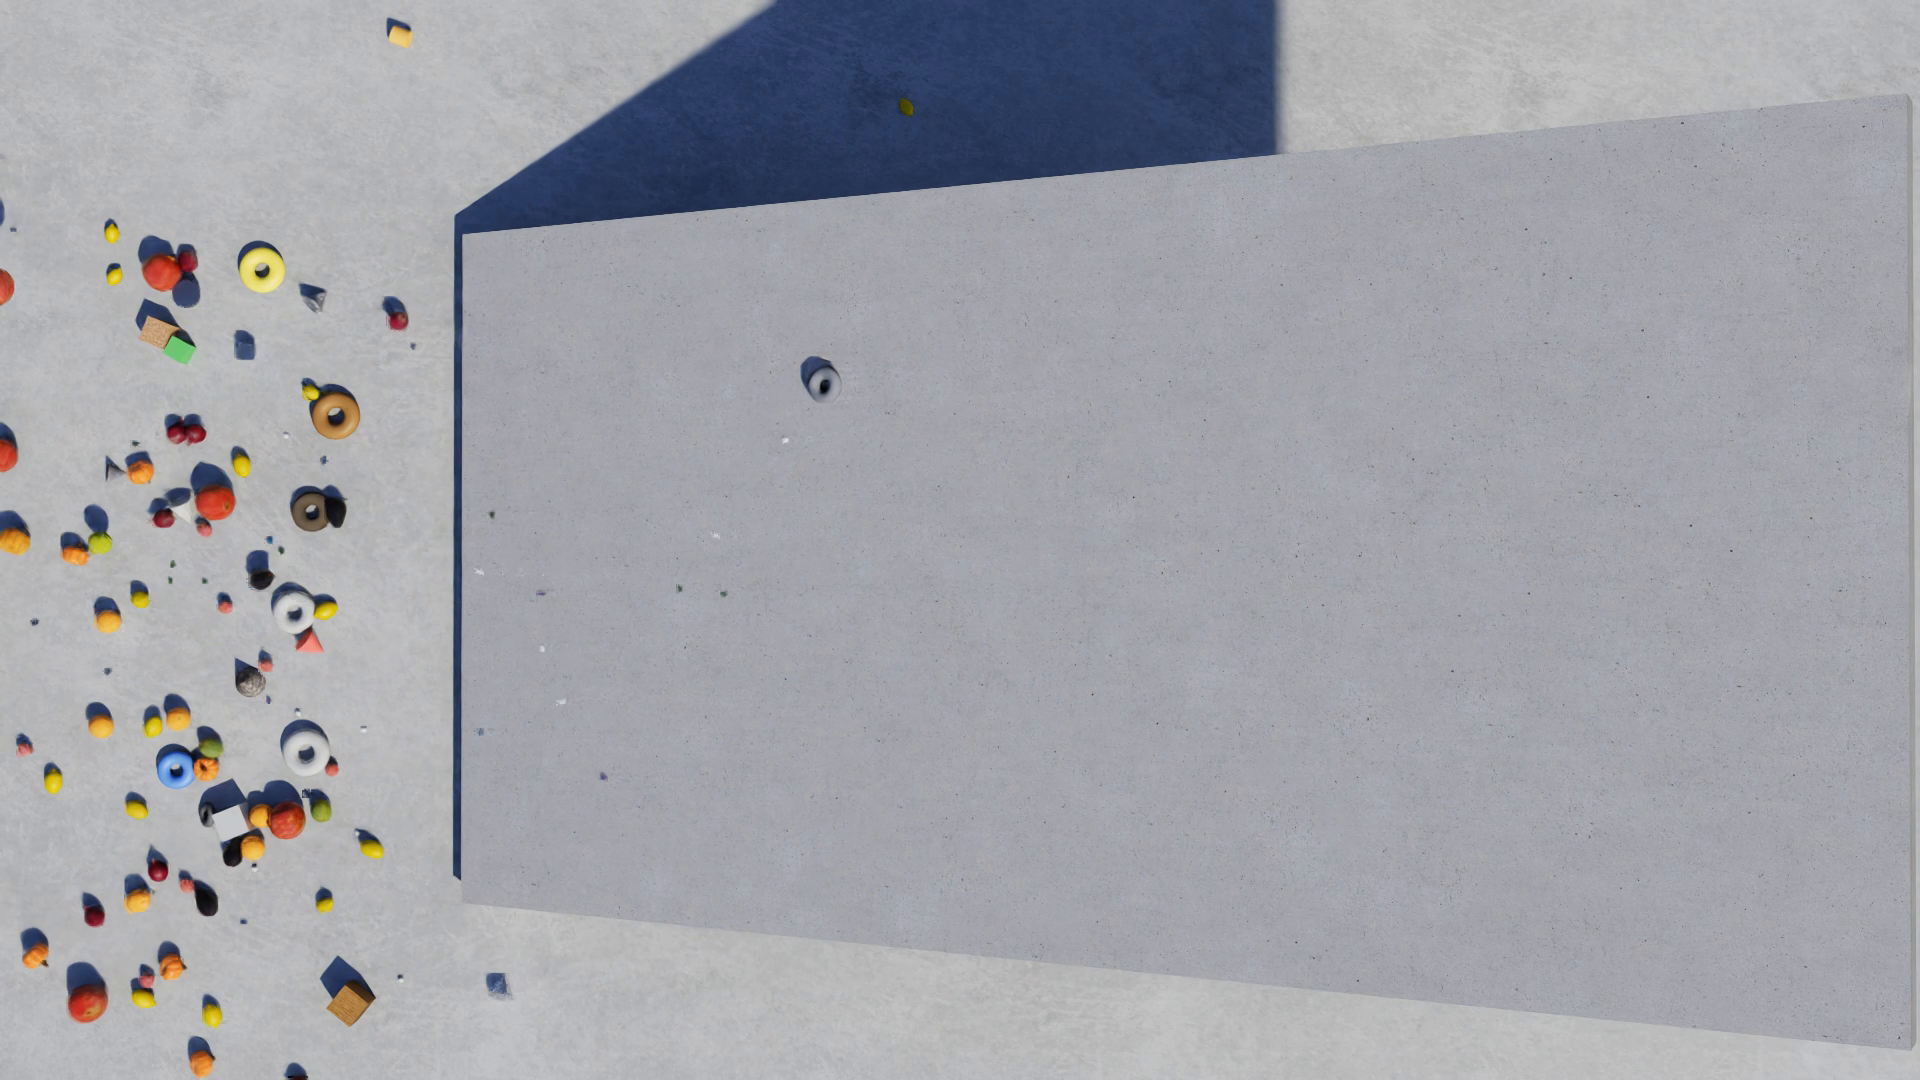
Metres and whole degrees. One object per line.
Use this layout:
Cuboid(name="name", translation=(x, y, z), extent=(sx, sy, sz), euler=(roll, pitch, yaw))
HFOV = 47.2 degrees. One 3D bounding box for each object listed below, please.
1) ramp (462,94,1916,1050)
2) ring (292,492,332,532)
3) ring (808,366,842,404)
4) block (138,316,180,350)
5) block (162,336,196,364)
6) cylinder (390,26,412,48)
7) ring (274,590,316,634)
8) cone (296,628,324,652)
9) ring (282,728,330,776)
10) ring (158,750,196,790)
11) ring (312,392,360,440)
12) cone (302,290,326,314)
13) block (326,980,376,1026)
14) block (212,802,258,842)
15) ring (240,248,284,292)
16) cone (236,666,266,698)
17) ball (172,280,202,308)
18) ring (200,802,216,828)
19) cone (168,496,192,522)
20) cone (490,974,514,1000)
Cuboid(name="ramp", translation=(0.271, 0.075, 5.629), extent=(4.000, 0.100, 2.000), euler=(0, 89, 30))
Cuboid(name="ring", translation=(-1.959, -0.084, 6.647), extent=(0.121, 0.040, 0.121), euler=(0, 87, -2))
Cuboid(name="ring", translation=(-0.364, -0.416, 5.920), extent=(0.103, 0.034, 0.103), euler=(0, 90, 29))
Cuboid(name="block", translation=(-2.415, -0.623, 6.634), extent=(0.076, 0.076, 0.076), euler=(23, 89, 0))
Cuboid(name="block", translation=(-2.357, -0.574, 6.642), extent=(0.061, 0.061, 0.061), euler=(30, 90, 0))
Cuboid(name="cylinder", translation=(-1.691, -1.524, 6.655), extent=(0.052, 0.052, 0.052), euler=(21, 89, 0))
Cuboid(name="ring", translation=(-2.009, 0.217, 6.643), extent=(0.131, 0.044, 0.131), euler=(0, 91, -1))
Cuboid(name="cone", translation=(-1.950, 0.321, 6.646), extent=(0.077, 0.077, 0.077), euler=(39, 90, -26))
Cuboid(name="ring", translation=(-1.973, 0.640, 6.636), extent=(0.145, 0.048, 0.145), euler=(0, 89, 1))
Cuboid(name="ring", translation=(-2.366, 0.695, 6.641), extent=(0.116, 0.039, 0.116), euler=(0, 90, -1))
Cuboid(name="ring", translation=(-1.886, -0.376, 6.646), extent=(0.146, 0.049, 0.146), euler=(0, 88, 0))
Cuboid(name="cone", translation=(-1.939, -0.736, 6.658), extent=(0.071, 0.071, 0.071), euler=(36, 63, 0))
Cuboid(name="block", translation=(-1.829, 1.391, 6.608), extent=(0.090, 0.090, 0.090), euler=(39, 90, 0))
Cuboid(name="block", translation=(-2.181, 0.847, 6.615), extent=(0.086, 0.086, 0.086), euler=(-22, 89, 0))
Cuboid(name="ring", translation=(-2.111, -0.817, 6.652), extent=(0.138, 0.046, 0.138), euler=(0, 91, 0))
Cuboid(name="cone", translation=(-2.149, 0.430, 6.616), extent=(0.093, 0.093, 0.093), euler=(0, 89, 0))
Cuboid(name="ball", translation=(-2.333, -0.741, 6.632), extent=(0.084, 0.084, 0.084), euler=(0, 89, 0))
Cuboid(name="ring", translation=(-2.267, 0.827, 6.629), extent=(0.077, 0.026, 0.077), euler=(1, 91, 44))
Cuboid(name="cone", translation=(-2.343, -0.082, 6.650), extent=(0.078, 0.078, 0.078), euler=(-18, 116, 0))
Cuboid(name="cone", translation=(-1.378, 1.344, 6.637), extent=(0.072, 0.072, 0.072), euler=(4, 63, 0))
